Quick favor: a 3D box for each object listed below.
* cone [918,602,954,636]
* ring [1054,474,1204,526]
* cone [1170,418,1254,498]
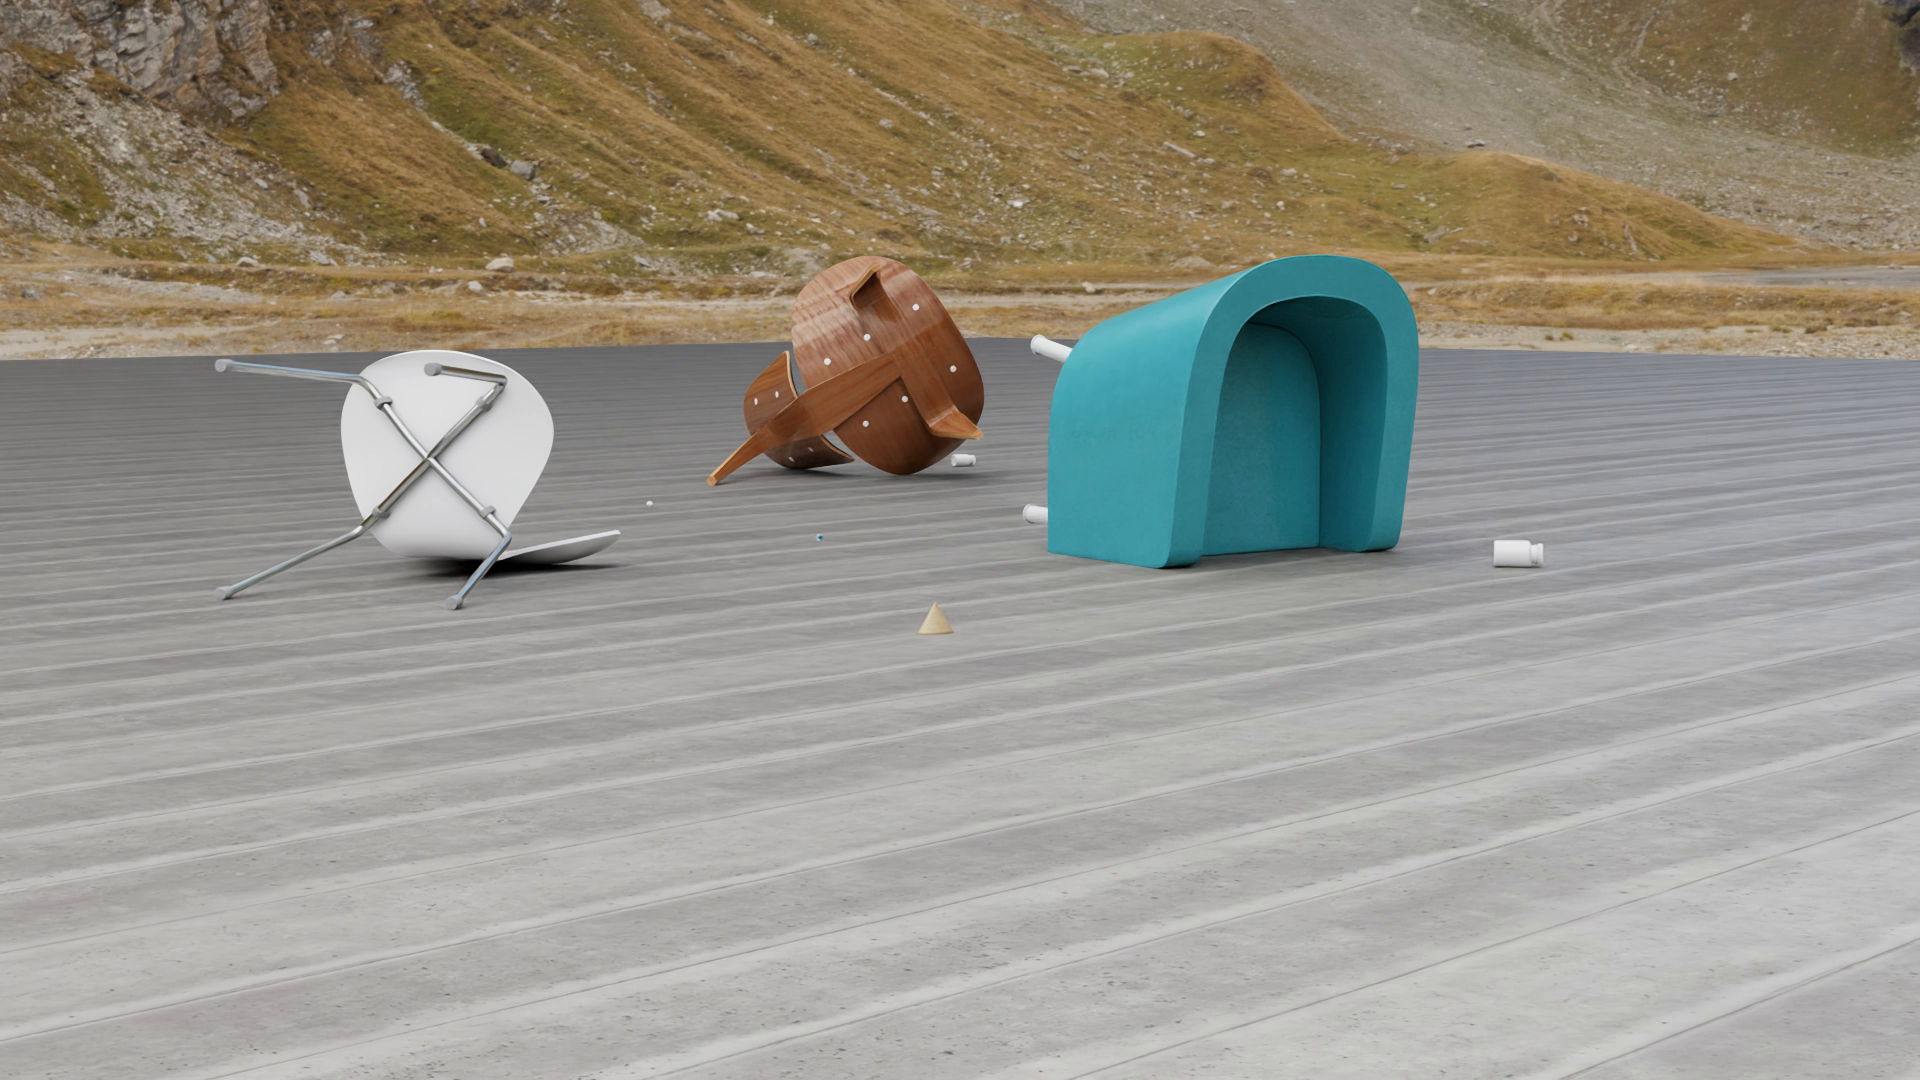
[{"bbox_3d":[-0.046,0.143,4.737,0.074,0.060,0.042,-3,7,-26],"label":"cone"},{"bbox_3d":[0.454,-0.107,6.909,0.375,0.113,0.463,-5,8,-32],"label":"ring"},{"bbox_3d":[0.820,-0.191,7.703,0.314,0.273,0.219,11,-20,49],"label":"cone"}]
